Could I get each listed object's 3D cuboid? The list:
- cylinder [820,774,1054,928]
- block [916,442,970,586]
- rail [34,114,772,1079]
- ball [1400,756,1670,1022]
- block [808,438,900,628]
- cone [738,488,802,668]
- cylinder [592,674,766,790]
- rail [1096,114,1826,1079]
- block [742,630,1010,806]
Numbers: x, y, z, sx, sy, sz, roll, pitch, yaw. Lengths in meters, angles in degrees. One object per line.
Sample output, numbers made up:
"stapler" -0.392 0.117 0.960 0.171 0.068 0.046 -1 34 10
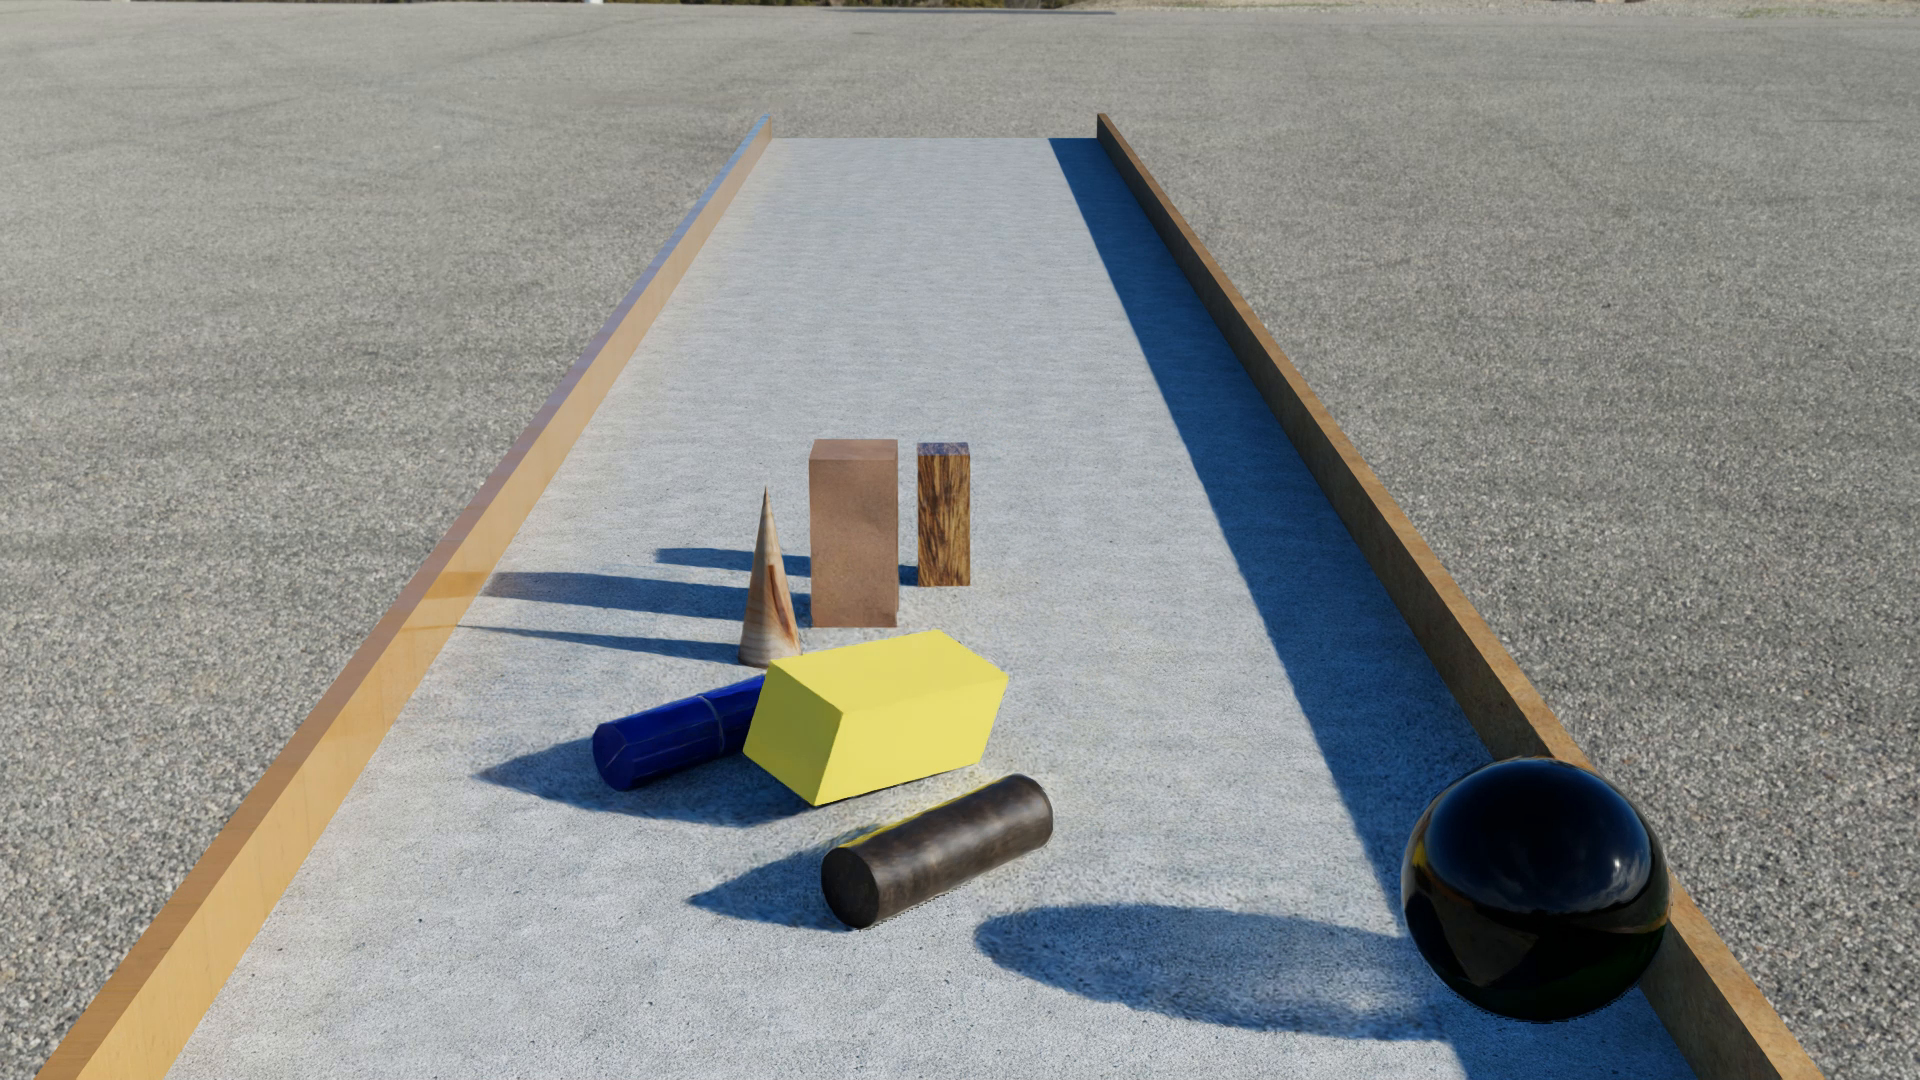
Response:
"cylinder" -0.030 0.477 3.402 0.126 0.126 0.389 15 22 41
"block" -0.038 -0.057 4.892 0.114 0.300 0.114 -1 17 -3
"rail" -1.118 -0.838 7.780 0.050 0.150 12.000 0 17 -1
"ball" 0.783 0.475 3.004 0.357 0.357 0.357 0 17 0
"block" -0.221 -0.015 4.637 0.176 0.364 0.176 0 17 1
"cone" -0.382 0.062 4.378 0.132 0.365 0.132 0 17 0
"cylinder" -0.452 0.332 3.899 0.396 0.120 0.120 -15 22 -42
"rail" 0.932 -0.844 7.801 0.050 0.150 12.000 0 17 -1
"block" -0.138 0.296 3.751 0.176 0.176 0.432 32 24 32
